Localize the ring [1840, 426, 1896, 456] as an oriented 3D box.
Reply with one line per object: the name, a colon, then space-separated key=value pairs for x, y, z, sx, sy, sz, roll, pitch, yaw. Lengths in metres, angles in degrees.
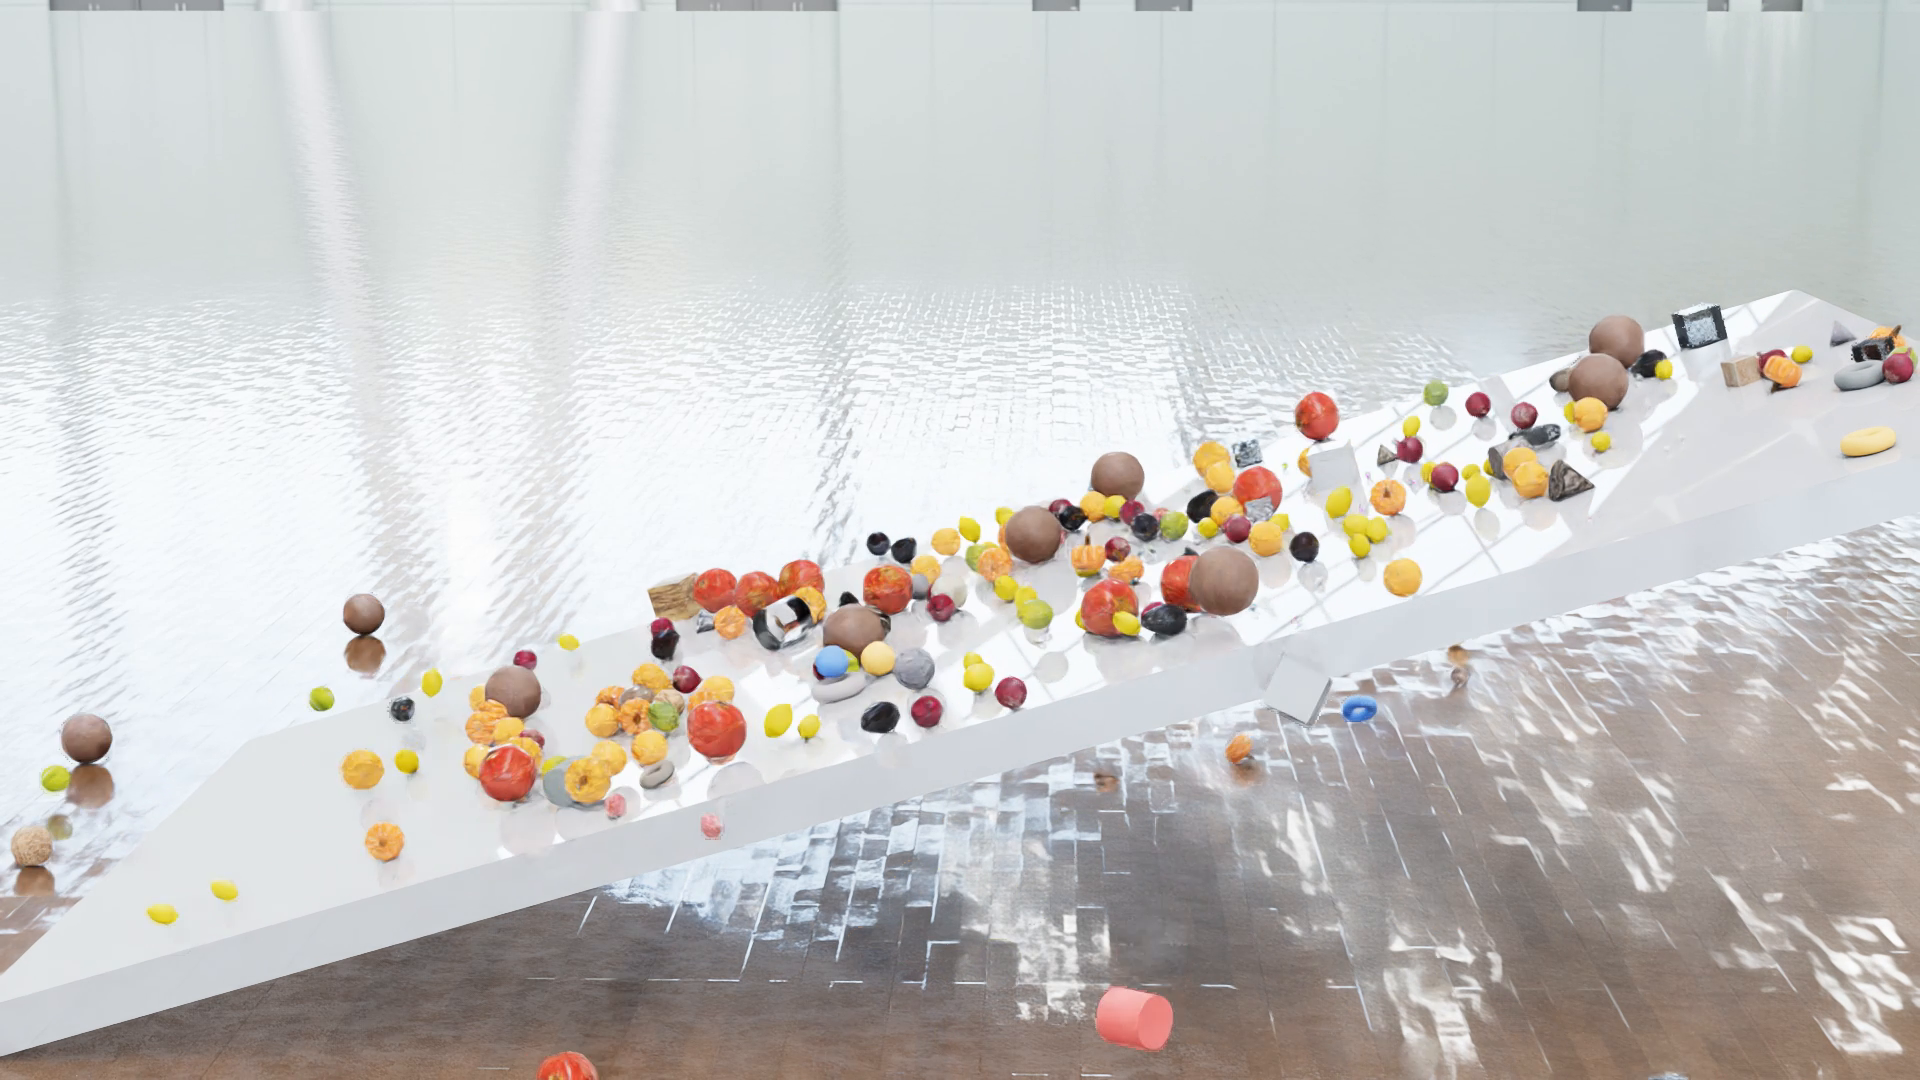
ring: x=1.643 y=-0.179 z=5.323 sx=0.101 sy=0.034 sz=0.101 roll=-15 pitch=10 yaw=3

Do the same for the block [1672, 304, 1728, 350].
block: x=1.708 y=-0.494 z=6.793 sx=0.082 sy=0.082 sz=0.082 roll=-19 pitch=10 yaw=-12

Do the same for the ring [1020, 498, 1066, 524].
ring: x=0.201 y=-0.070 z=7.133 sx=0.117 sy=0.039 sz=0.117 roll=-17 pitch=9 yaw=3

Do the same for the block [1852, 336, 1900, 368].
block: x=1.853 y=-0.373 z=5.953 sx=0.060 sy=0.060 sz=0.060 roll=-25 pitch=13 yaw=-39

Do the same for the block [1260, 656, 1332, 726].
block: x=0.595 y=0.268 z=5.193 sx=0.090 sy=0.090 sz=0.090 roll=26 pitch=-2 yaw=13

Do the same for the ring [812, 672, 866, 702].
ring: x=-0.243 y=0.295 z=5.890 sx=0.112 sy=0.037 sz=0.112 roll=-15 pitch=10 yaw=3

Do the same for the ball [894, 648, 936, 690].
ball: x=-0.089 y=0.251 z=5.743 sx=0.081 sy=0.081 sz=0.081 roll=0 pitch=11 yaw=0

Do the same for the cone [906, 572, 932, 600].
cone: x=-0.074 y=0.117 z=6.596 sx=0.067 sy=0.067 sz=0.067 roll=29 pitch=26 yaw=32

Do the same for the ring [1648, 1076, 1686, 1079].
ring: x=1.234 y=0.992 z=5.235 sx=0.139 sy=0.046 sz=0.139 roll=-20 pitch=0 yaw=0

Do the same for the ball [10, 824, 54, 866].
ball: x=-2.121 y=0.698 z=6.721 sx=0.094 sy=0.094 sz=0.094 roll=0 pitch=11 yaw=0

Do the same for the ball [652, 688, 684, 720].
ball: x=-0.609 y=0.344 z=6.147 sx=0.067 sy=0.067 sz=0.067 roll=0 pitch=11 yaw=0

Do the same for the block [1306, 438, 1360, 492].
block: x=0.822 y=-0.165 z=6.471 sx=0.086 sy=0.086 sz=0.086 roll=-14 pitch=10 yaw=18

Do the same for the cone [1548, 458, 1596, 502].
cone: x=1.193 y=-0.110 z=5.689 sx=0.083 sy=0.083 sz=0.083 roll=9 pitch=10 yaw=-9

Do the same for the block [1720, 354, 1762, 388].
block: x=1.652 y=-0.358 z=6.226 sx=0.054 sy=0.054 sz=0.054 roll=-20 pitch=10 yaw=-15

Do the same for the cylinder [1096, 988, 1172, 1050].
cylinder: x=0.300 y=0.823 z=5.062 sx=0.093 sy=0.093 sz=0.093 roll=4 pitch=10 yaw=44

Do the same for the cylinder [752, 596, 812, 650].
cylinder: x=-0.396 y=0.185 z=6.573 sx=0.096 sy=0.096 sz=0.096 roll=8 pitch=23 yaw=37

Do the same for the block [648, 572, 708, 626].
block: x=-0.701 y=0.145 z=7.309 sx=0.095 sy=0.095 sz=0.095 roll=-12 pitch=11 yaw=27

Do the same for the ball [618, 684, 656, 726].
ball: x=-0.676 y=0.347 z=6.188 sx=0.086 sy=0.086 sz=0.086 roll=0 pitch=11 yaw=0

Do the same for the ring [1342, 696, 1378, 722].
ring: x=1.086 y=0.458 z=7.991 sx=0.097 sy=0.097 sz=0.032 roll=-1 pitch=48 yaw=-6

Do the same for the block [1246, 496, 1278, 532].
block: x=0.643 y=-0.056 z=6.271 sx=0.054 sy=0.054 sz=0.054 roll=-16 pitch=10 yaw=9

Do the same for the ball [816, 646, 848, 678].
ball: x=-0.256 y=0.244 z=5.890 sx=0.066 sy=0.066 sz=0.066 roll=0 pitch=11 yaw=0

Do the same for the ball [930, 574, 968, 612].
ball: x=-0.023 y=0.115 z=6.374 sx=0.081 sy=0.081 sz=0.081 roll=0 pitch=11 yaw=0

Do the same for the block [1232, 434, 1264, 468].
block: x=0.687 y=-0.212 z=7.031 sx=0.060 sy=0.060 sz=0.060 roll=-15 pitch=10 yaw=11

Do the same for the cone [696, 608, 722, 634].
cone: x=-0.591 y=0.200 z=7.020 sx=0.061 sy=0.061 sz=0.061 roll=13 pitch=13 yaw=10

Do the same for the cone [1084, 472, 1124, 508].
cone: x=0.354 y=-0.112 z=7.104 sx=0.087 sy=0.087 sz=0.087 roll=11 pitch=12 yaw=6

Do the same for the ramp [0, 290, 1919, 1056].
ramp: x=0.093 y=0.186 z=6.317 sx=4.000 sy=0.100 sz=2.000 roll=-16 pitch=10 yaw=5

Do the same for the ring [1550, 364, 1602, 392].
ring: x=1.411 y=-0.372 z=6.747 sx=0.121 sy=0.040 sz=0.121 roll=-16 pitch=10 yaw=3

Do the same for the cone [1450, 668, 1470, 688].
cone: x=1.430 y=0.406 z=8.412 sx=0.058 sy=0.058 sz=0.058 roll=2 pitch=38 yaw=10

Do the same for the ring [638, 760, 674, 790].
ring: x=-0.580 y=0.448 z=5.616 sx=0.075 sy=0.025 sz=0.075 roll=-27 pitch=18 yaw=10

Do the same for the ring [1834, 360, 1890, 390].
ring: x=1.800 y=-0.329 z=5.873 sx=0.109 sy=0.036 sz=0.109 roll=-17 pitch=11 yaw=3

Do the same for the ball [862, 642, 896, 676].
ball: x=-0.165 y=0.241 z=5.958 sx=0.070 sy=0.070 sz=0.070 roll=0 pitch=11 yaw=0

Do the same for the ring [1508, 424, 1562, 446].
ring: x=1.214 y=-0.220 z=6.217 sx=0.116 sy=0.039 sz=0.116 roll=-14 pitch=0 yaw=0
